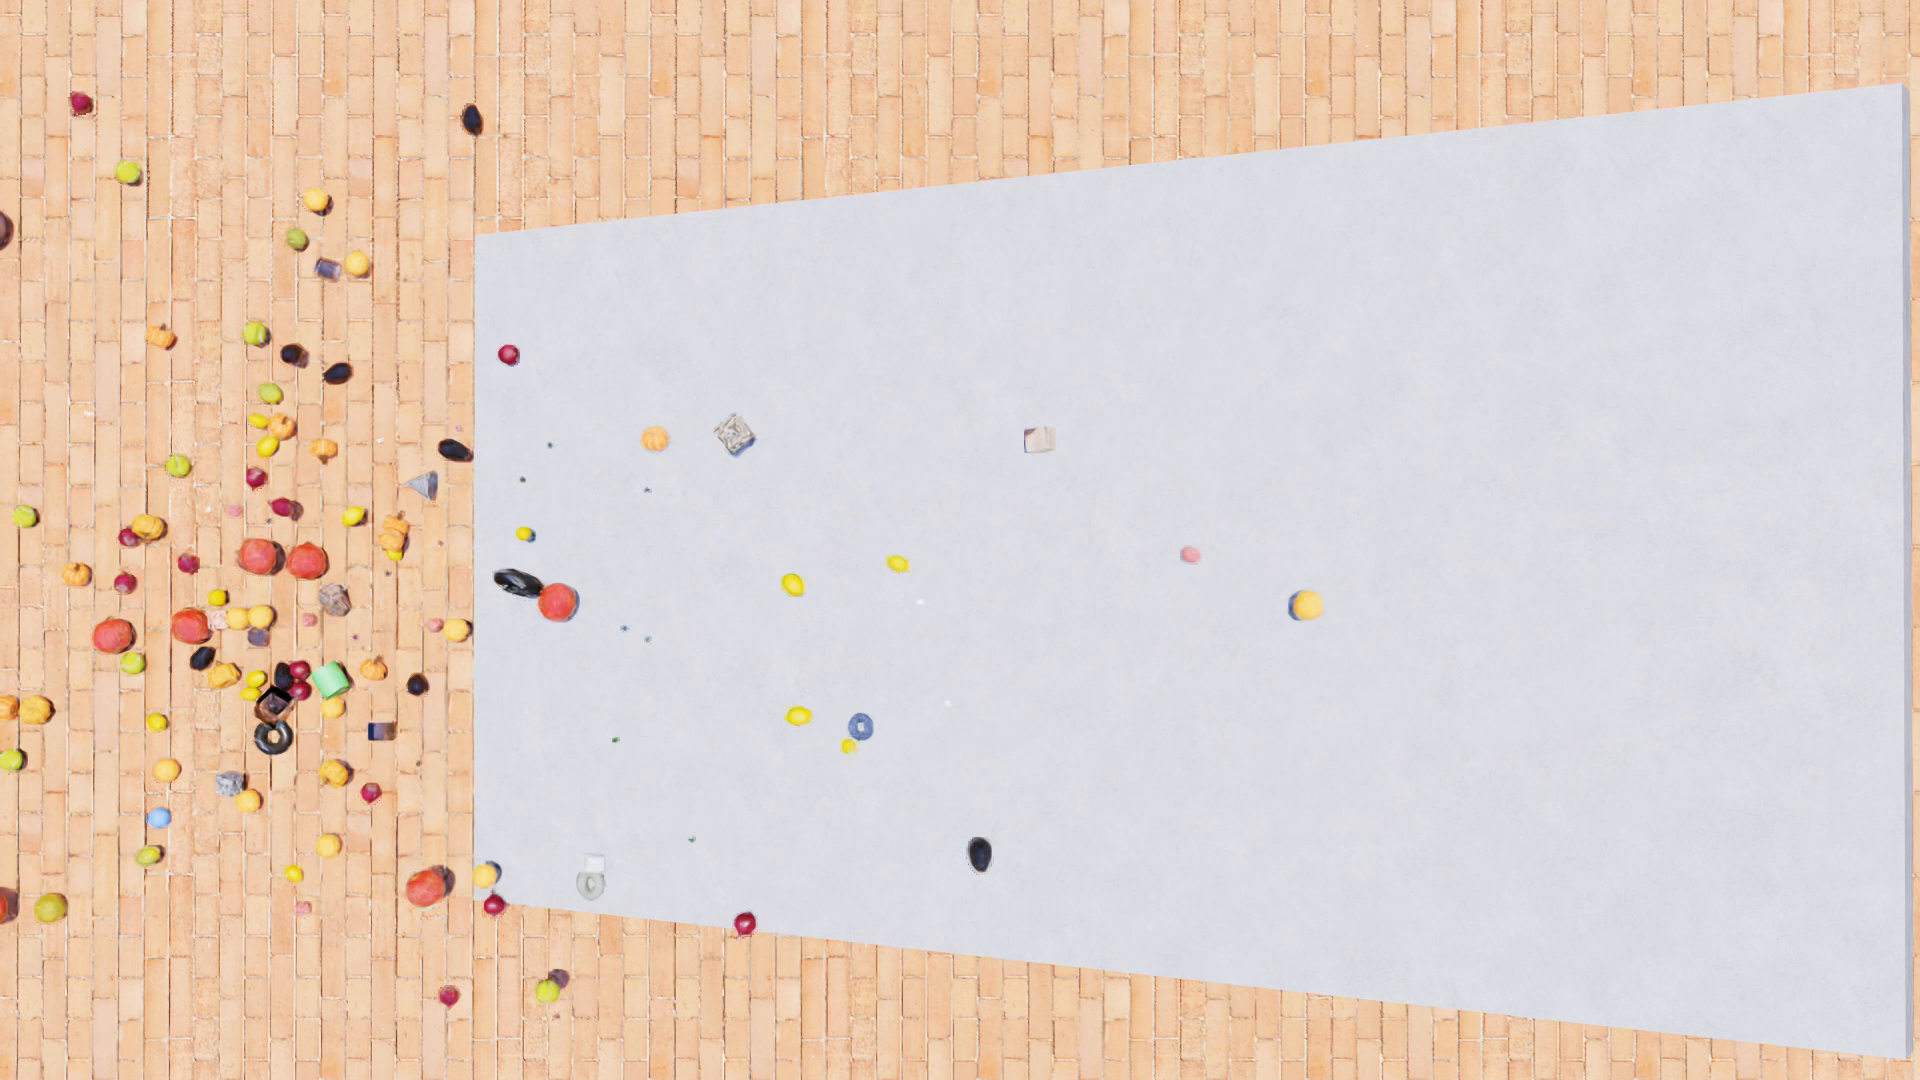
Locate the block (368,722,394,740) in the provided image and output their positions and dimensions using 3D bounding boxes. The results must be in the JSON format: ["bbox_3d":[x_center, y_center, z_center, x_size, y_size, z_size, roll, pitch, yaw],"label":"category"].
[{"bbox_3d":[-1.752,0.578,6.663,0.055,0.055,0.055,-1,89,22],"label":"block"}]

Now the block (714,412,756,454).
[{"bbox_3d":[-0.613,-0.290,5.975,0.079,0.079,0.079,-39,97,-5],"label":"block"}]

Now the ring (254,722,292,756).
[{"bbox_3d":[-2.087,0.597,6.680,0.116,0.039,0.116,0,89,-1],"label":"ring"}]

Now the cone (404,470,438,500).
[{"bbox_3d":[-1.640,-0.170,6.657,0.092,0.092,0.092,5,89,5],"label":"cone"}]

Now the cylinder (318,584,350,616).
[{"bbox_3d":[-1.892,0.181,6.637,0.073,0.073,0.073,-4,52,6],"label":"cylinder"}]

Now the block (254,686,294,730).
[{"bbox_3d":[-2.073,0.505,6.643,0.079,0.079,0.079,31,49,2],"label":"block"}]

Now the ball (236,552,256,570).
[{"bbox_3d":[-2.169,0.063,6.676,0.055,0.055,0.055,0,89,0],"label":"ball"}]

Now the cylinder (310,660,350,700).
[{"bbox_3d":[-1.895,0.423,6.621,0.086,0.086,0.086,-33,85,0],"label":"cylinder"}]

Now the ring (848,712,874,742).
[{"bbox_3d":[-0.263,0.497,5.853,0.078,0.026,0.078,0,89,31],"label":"ring"}]

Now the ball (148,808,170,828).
[{"bbox_3d":[-2.427,0.842,6.666,0.062,0.062,0.062,0,89,0],"label":"ball"}]

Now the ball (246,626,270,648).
[{"bbox_3d":[-2.128,0.293,6.669,0.066,0.066,0.066,0,89,0],"label":"ball"}]

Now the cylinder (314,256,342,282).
[{"bbox_3d":[-1.921,-0.823,6.676,0.060,0.060,0.060,21,90,1],"label":"cylinder"}]

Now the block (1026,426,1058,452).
[{"bbox_3d":[0.205,-0.254,5.549,0.057,0.057,0.057,-6,87,32],"label":"block"}]

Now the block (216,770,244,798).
[{"bbox_3d":[-2.198,0.734,6.614,0.054,0.054,0.054,15,105,18],"label":"block"}]

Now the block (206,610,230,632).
[{"bbox_3d":[-2.250,0.245,6.669,0.054,0.054,0.054,-10,89,-12],"label":"block"}]

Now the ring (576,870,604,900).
[{"bbox_3d":[-1.066,0.990,6.345,0.097,0.032,0.097,0,91,31],"label":"ring"}]

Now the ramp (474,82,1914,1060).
[{"bbox_3d":[0.262,0.072,5.603,4.000,0.100,2.000,0,89,32],"label":"ramp"}]

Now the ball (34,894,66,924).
[{"bbox_3d":[-2.752,1.114,6.649,0.091,0.091,0.091,0,89,0],"label":"ball"}]
